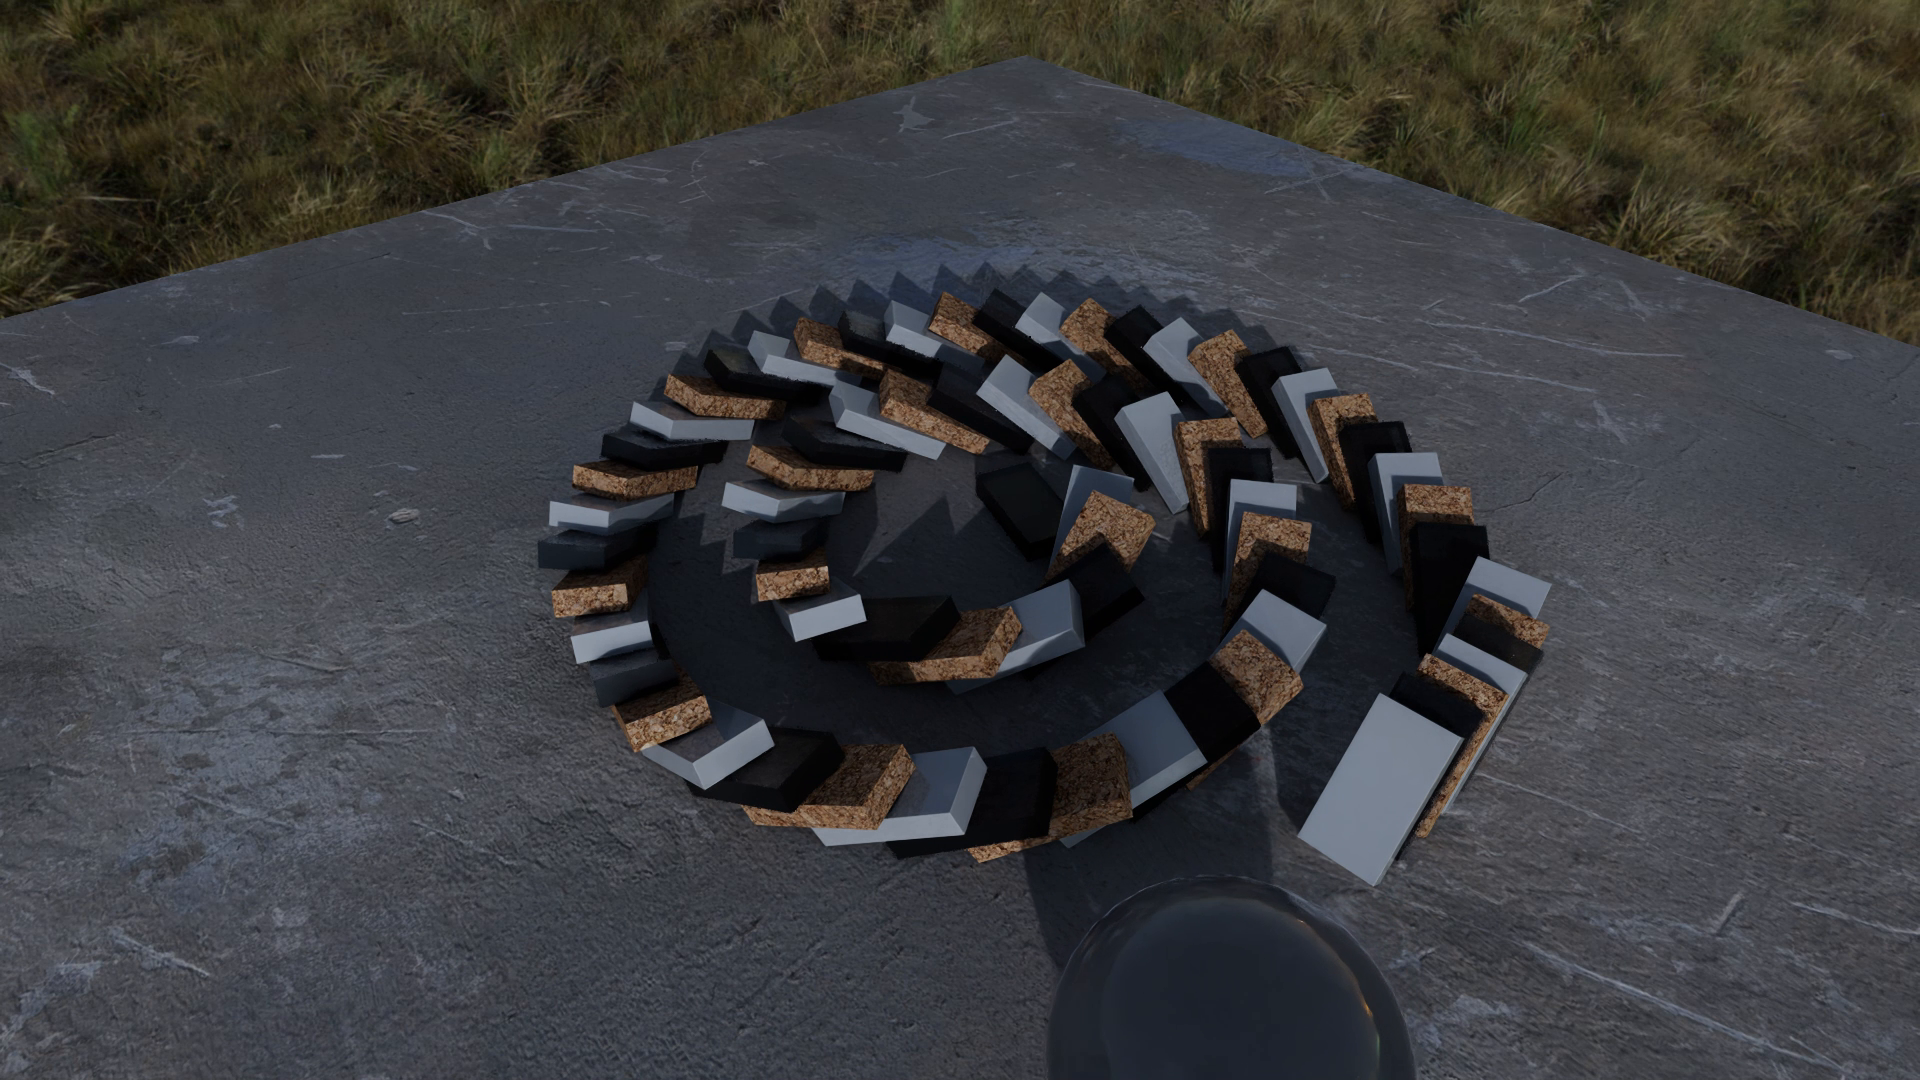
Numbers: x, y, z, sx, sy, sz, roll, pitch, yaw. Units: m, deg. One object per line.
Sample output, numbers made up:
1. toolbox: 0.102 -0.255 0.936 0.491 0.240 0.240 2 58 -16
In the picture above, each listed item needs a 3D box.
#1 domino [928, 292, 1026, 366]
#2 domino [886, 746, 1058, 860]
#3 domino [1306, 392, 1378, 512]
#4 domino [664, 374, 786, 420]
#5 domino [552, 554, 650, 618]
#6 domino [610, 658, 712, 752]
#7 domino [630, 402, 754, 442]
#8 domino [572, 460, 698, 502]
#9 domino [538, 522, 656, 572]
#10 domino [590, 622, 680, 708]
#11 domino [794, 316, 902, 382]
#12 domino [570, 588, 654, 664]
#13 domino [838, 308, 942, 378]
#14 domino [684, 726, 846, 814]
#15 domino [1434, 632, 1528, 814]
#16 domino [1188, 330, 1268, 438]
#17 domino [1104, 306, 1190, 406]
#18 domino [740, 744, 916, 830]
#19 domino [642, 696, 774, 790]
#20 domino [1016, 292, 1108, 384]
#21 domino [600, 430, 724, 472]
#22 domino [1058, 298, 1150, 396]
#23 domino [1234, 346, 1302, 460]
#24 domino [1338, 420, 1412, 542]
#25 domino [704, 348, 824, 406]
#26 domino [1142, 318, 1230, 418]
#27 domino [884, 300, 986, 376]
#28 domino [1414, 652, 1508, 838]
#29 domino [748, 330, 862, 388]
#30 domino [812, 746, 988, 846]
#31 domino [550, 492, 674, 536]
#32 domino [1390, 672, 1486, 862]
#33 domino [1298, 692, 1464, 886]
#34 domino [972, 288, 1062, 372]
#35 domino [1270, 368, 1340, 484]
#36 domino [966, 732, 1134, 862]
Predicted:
1. domino: 0.010 -0.104 0.553 0.050 0.010 0.025 26 38 -13
2. domino: 0.003 0.079 0.329 0.050 0.009 0.025 -16 33 25
3. domino: 0.170 -0.038 0.473 0.025 0.010 0.050 -8 67 -10
4. domino: -0.107 -0.065 0.506 0.025 0.009 0.050 32 21 33
5. domino: -0.132 0.016 0.406 0.025 0.009 0.050 -5 12 -7
6. domino: -0.100 0.053 0.361 0.025 0.009 0.050 -19 16 -22
7. domino: -0.119 -0.053 0.491 0.025 0.010 0.050 25 18 28
8. domino: -0.134 -0.026 0.458 0.025 0.010 0.050 14 14 17
9. domino: -0.139 0.002 0.424 0.025 0.010 0.050 4 12 5
10. domino: -0.112 0.042 0.375 0.025 0.010 0.050 -16 14 -18
11. domino: -0.055 -0.093 0.539 0.050 0.010 0.025 13 32 -28
12. domino: -0.123 0.029 0.390 0.025 0.010 0.050 -12 13 -14
13. domino: -0.034 -0.097 0.545 0.050 0.009 0.025 15 33 -26
14. domino: -0.062 0.070 0.341 0.050 0.010 0.025 -4 29 43
15. domino: 0.153 0.058 0.346 0.025 0.050 0.010 31 7 32
16. domino: 0.133 -0.074 0.516 0.025 0.010 0.050 -27 74 -29
17. domino: 0.097 -0.090 0.536 0.050 0.010 0.025 46 53 9
18. domino: -0.041 0.075 0.335 0.050 0.010 0.025 -8 30 35
19. domino: -0.082 0.063 0.349 0.025 0.009 0.050 -30 20 -31
20. domino: 0.054 -0.101 0.549 0.050 0.010 0.025 35 45 -1
21. domino: -0.127 -0.040 0.474 0.025 0.010 0.050 18 15 21
22. domino: 0.076 -0.096 0.544 0.050 0.010 0.025 40 48 4
23. domino: 0.150 -0.063 0.503 0.025 0.010 0.050 -17 70 -20
24. domino: 0.177 -0.025 0.456 0.025 0.009 0.050 -5 67 -6
25. domino: -0.093 -0.077 0.520 0.050 0.010 0.025 5 29 -41
26. domino: 0.114 -0.082 0.527 0.050 0.009 0.025 47 54 10
27. domino: -0.013 -0.101 0.550 0.050 0.009 0.025 19 35 -21
28. domino: 0.144 0.063 0.339 0.025 0.050 0.009 31 7 32
29. domino: -0.075 -0.085 0.530 0.050 0.009 0.025 9 31 -34
30. domino: -0.018 0.077 0.331 0.050 0.010 0.025 -13 32 29
31. domino: -0.139 -0.013 0.441 0.025 0.009 0.050 10 13 13
32. domino: 0.134 0.068 0.333 0.025 0.050 0.010 31 7 32
33. domino: 0.125 0.074 0.327 0.025 0.050 0.009 31 7 32
34. domino: 0.033 -0.104 0.553 0.050 0.009 0.025 32 42 -5
35. domino: 0.161 -0.051 0.489 0.025 0.009 0.050 -13 68 -16
36. domino: 0.026 0.077 0.331 0.050 0.009 0.025 -22 36 18
